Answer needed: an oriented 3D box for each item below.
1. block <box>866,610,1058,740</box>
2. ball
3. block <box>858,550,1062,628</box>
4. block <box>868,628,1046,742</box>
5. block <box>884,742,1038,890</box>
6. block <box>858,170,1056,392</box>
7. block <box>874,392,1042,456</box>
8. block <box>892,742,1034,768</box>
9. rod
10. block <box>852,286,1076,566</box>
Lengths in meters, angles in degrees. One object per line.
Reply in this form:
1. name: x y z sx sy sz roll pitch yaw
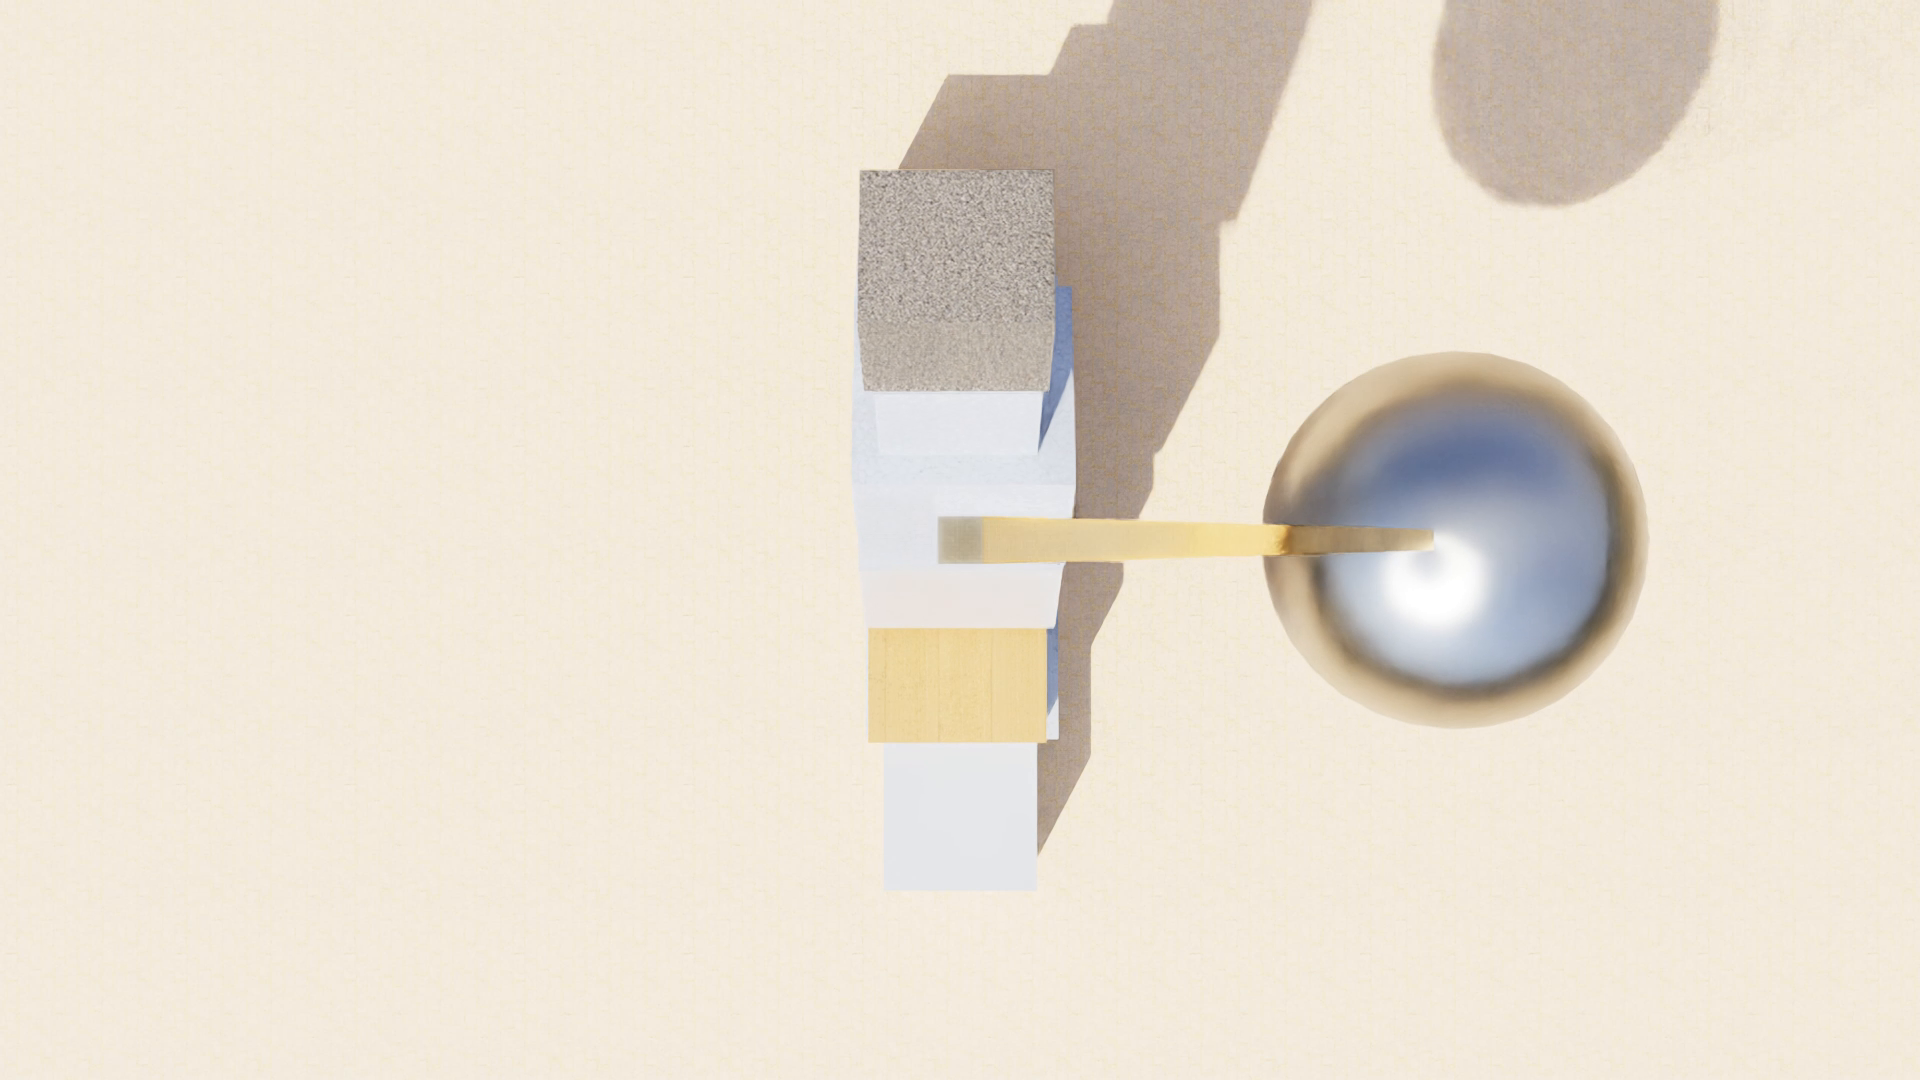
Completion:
1. block: 0.010 0.523 12.483 1.049 1.033 1.121 0 90 0
2. ball: 2.074 0.000 9.284 1.600 1.600 1.600 0 90 0
3. block: 0.001 -0.156 9.923 0.873 0.791 0.905 0 70 0
4. block: -0.012 0.454 10.728 0.836 0.855 1.003 0 89 0
5. block: 0.002 1.517 12.585 0.849 0.831 0.848 0 90 0
6. block: -0.013 -0.918 7.864 0.677 0.577 0.590 0 70 0
7. block: -0.006 -0.716 8.406 0.616 0.579 0.607 0 70 0
8. block: 0.016 0.802 11.562 0.717 0.809 0.719 0 90 0
9. rod: 0.899 0.000 6.094 0.080 5.200 0.080 0 90 20
10. block: 0.013 -0.454 9.115 0.872 0.932 0.862 0 70 0
